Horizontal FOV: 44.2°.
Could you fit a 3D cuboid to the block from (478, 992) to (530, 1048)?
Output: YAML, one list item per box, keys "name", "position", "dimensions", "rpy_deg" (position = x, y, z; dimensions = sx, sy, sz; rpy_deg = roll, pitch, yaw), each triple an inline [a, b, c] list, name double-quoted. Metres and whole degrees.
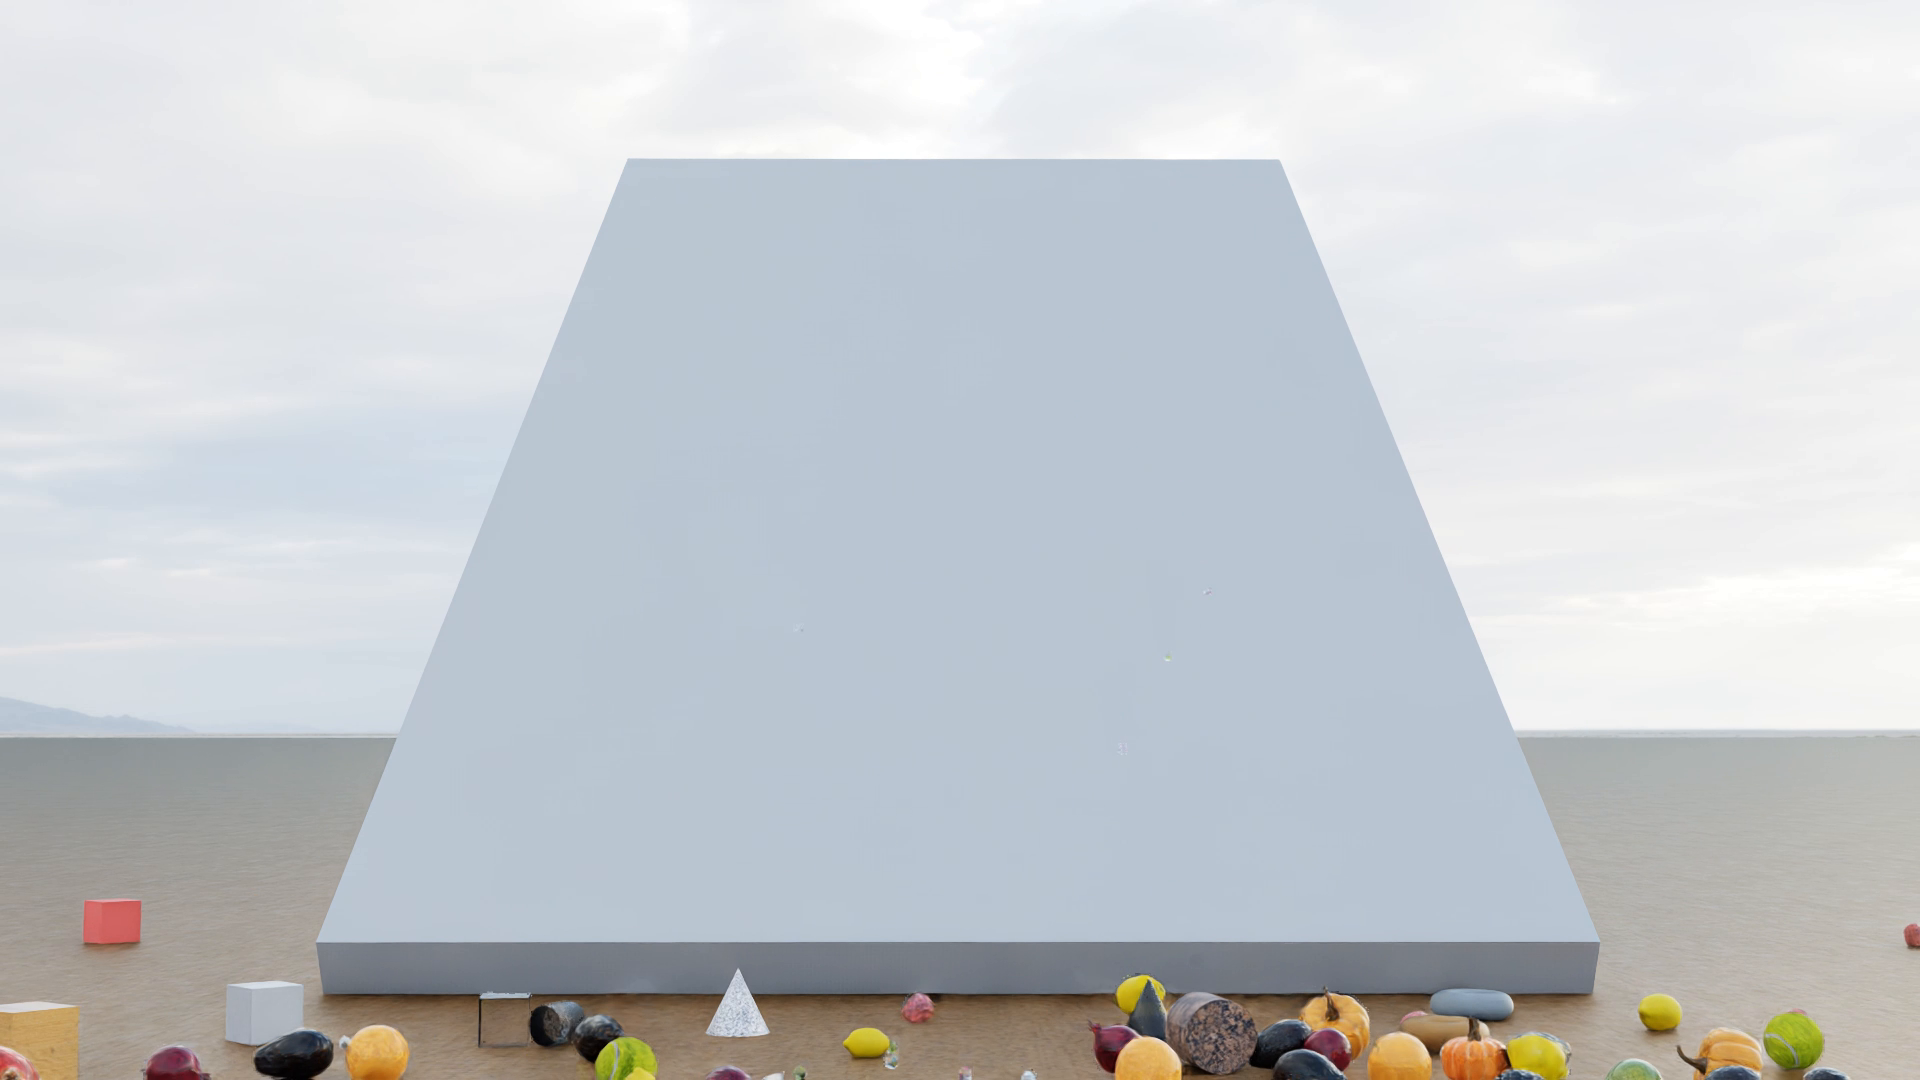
- name: "block"
  position: [-0.602, 0.635, 3.130]
  dimensions: [0.064, 0.064, 0.064]
  rpy_deg: [1, -5, -8]

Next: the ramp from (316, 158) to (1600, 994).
- name: "ramp"
  position: [-0.010, -0.227, 5.493]
  dimensions: [2.000, 0.100, 4.000]
  rpy_deg: [0, 27, 0]

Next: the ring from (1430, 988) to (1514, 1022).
- name: "ring"
  position: [0.738, 0.670, 3.412]
  dimensions: [0.118, 0.039, 0.118]
  rpy_deg: [0, -6, 0]

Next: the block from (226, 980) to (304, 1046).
- name: "block"
  position: [-0.932, 0.633, 3.171]
  dimensions: [0.074, 0.074, 0.074]
  rpy_deg: [4, -6, -42]

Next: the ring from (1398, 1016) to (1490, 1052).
- name: "ring"
  position: [0.632, 0.644, 3.087]
  dimensions: [0.117, 0.039, 0.117]
  rpy_deg: [1, -5, 0]

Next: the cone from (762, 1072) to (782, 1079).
- name: "cone"
  position: [-0.172, 0.533, 2.075]
  dimensions: [0.093, 0.093, 0.093]
  rpy_deg: [-30, -17, -11]

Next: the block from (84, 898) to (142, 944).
- name: "block"
  position: [-1.672, 0.751, 4.667]
  dimensions: [0.080, 0.080, 0.080]
  rpy_deg: [5, -6, -44]

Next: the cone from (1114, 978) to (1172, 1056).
- name: "cone"
  position: [0.246, 0.615, 3.069]
  dimensions: [0.094, 0.094, 0.094]
  rpy_deg: [0, -5, 0]

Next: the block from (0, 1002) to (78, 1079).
- name: "block"
  position: [-1.109, 0.597, 2.802]
  dimensions: [0.087, 0.087, 0.087]
  rpy_deg: [-3, -6, 36]

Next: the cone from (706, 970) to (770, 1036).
- name: "cone"
  position: [-0.305, 0.633, 3.253]
  dimensions: [0.088, 0.088, 0.088]
  rpy_deg: [0, -5, 0]
